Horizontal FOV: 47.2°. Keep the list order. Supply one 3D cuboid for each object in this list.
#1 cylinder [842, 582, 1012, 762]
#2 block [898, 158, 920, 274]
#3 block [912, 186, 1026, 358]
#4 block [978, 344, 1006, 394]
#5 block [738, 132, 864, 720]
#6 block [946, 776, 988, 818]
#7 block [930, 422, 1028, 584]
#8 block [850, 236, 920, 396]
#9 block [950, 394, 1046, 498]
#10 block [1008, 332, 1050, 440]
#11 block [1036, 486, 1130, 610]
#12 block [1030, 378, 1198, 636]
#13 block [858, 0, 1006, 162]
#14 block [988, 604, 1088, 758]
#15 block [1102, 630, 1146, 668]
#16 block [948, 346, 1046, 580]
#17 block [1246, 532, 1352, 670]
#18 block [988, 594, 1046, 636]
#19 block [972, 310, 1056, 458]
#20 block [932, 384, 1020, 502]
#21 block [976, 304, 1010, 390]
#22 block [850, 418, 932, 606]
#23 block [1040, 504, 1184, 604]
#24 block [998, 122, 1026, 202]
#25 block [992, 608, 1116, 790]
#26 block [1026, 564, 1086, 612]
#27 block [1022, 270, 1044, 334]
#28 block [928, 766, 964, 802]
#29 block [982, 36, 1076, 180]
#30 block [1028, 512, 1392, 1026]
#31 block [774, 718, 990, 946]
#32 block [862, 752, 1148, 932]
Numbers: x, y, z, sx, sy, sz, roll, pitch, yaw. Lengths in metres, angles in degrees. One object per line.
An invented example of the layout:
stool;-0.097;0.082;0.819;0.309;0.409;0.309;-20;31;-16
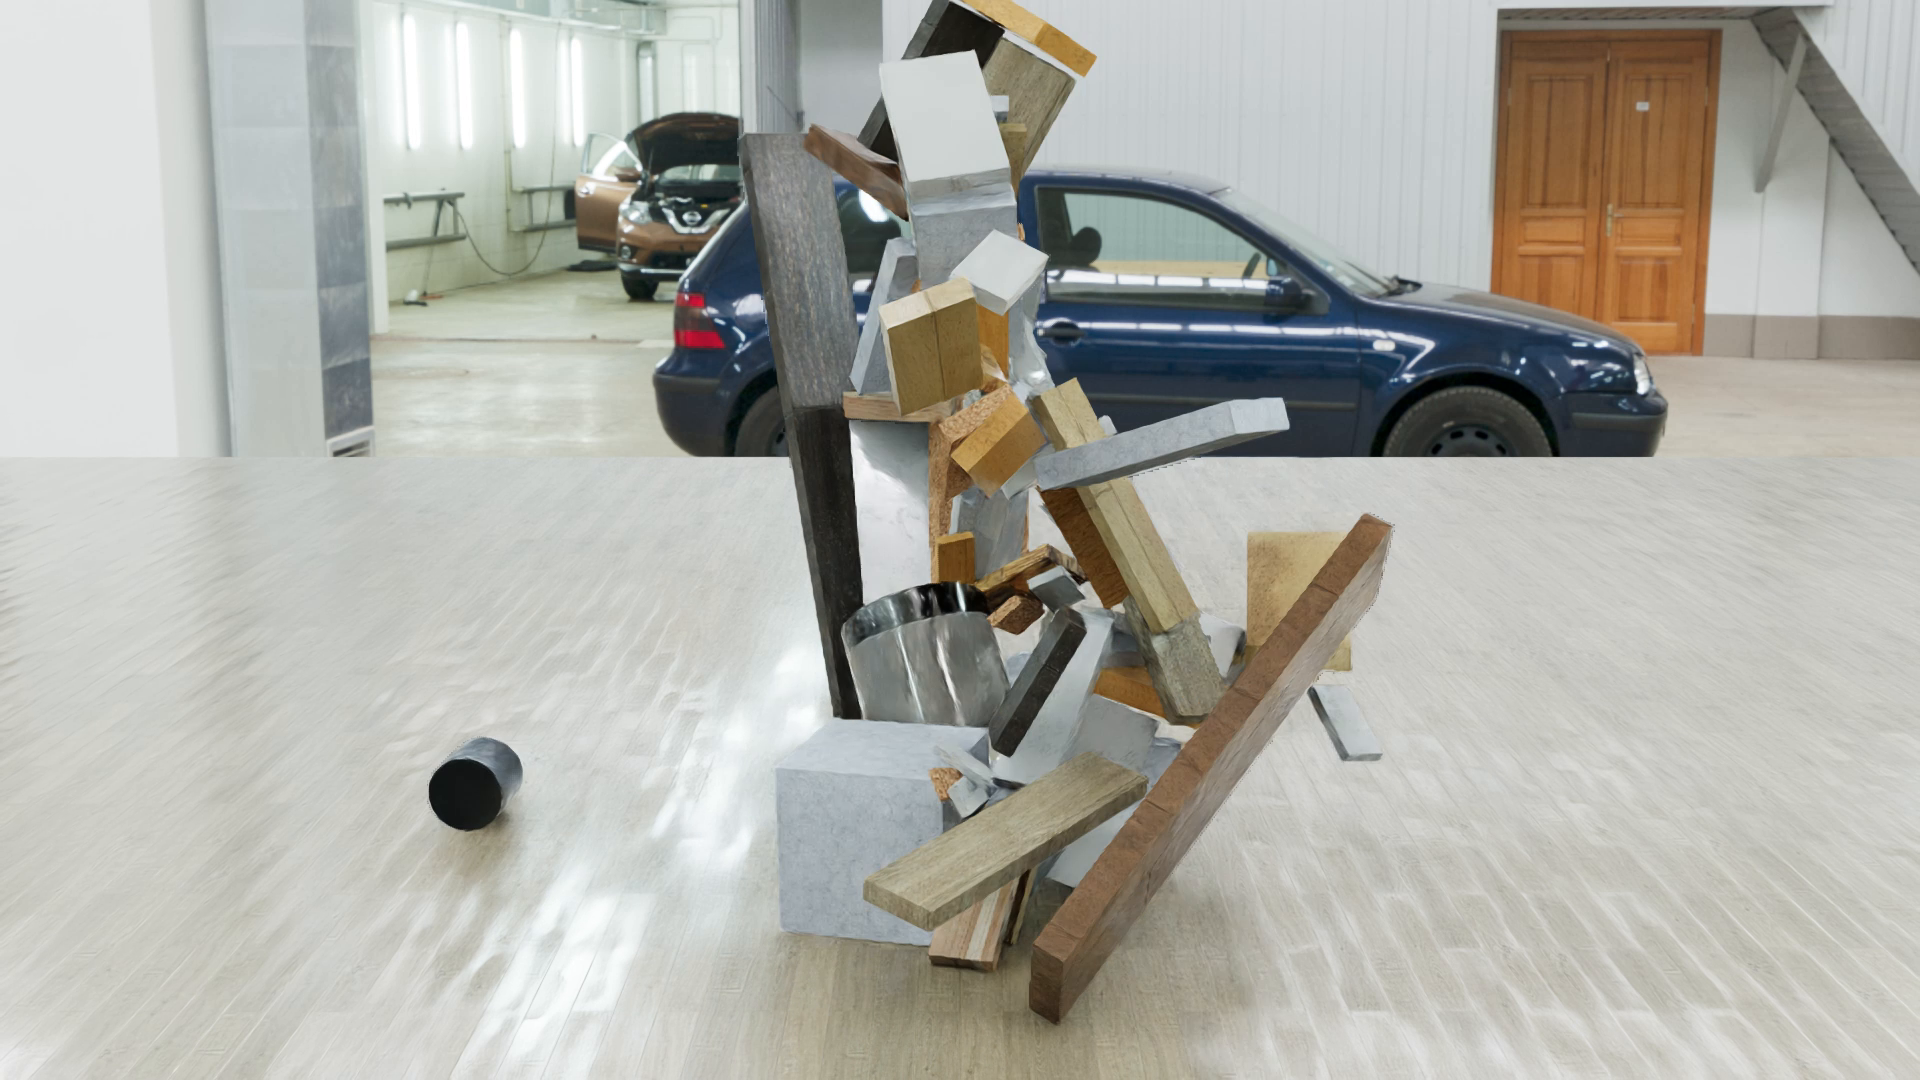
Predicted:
cylinder;-0.049;0.251;3.844;0.263;0.263;0.263;-14;-23;-6
block;-0.010;-0.558;3.558;0.153;0.306;0.043;-13;38;-4
block;0.016;-0.403;3.397;0.153;0.306;0.043;-7;47;-1
block;0.011;-0.269;3.296;0.091;0.026;0.182;20;17;-15
block;-0.239;-0.154;4.258;0.167;1.330;0.047;-5;-11;-26
block;0.012;0.389;3.361;0.014;0.050;0.099;-31;-1;19
block;0.035;-0.040;4.061;0.176;0.352;0.050;4;-12;-21
block;-0.083;-0.410;3.998;0.167;0.335;0.047;-10;51;-26
block;0.058;-0.134;3.194;0.035;0.122;0.244;45;1;11
block;0.099;-0.253;3.692;0.095;0.191;0.027;-29;11;-16
block;0.240;-0.015;3.723;0.120;0.239;0.034;-30;13;0
block;0.255;-0.056;3.622;0.095;0.436;0.027;-28;0;-43
block;-0.051;-0.812;3.926;0.147;0.294;0.042;15;21;-46
block;0.120;0.220;3.451;0.033;0.234;0.117;29;9;-8
block;0.253;0.177;3.717;0.101;0.029;0.202;33;19;34
block;0.061;-0.133;3.903;0.129;0.435;0.037;-3;27;-20
block;0.598;0.104;3.899;0.178;0.050;0.356;0;33;8
block;0.100;0.132;3.857;0.066;0.019;0.131;-41;-21;11
block;0.085;-0.268;3.724;0.129;0.258;0.037;-27;11;-18
block;0.022;-0.142;3.285;0.122;0.035;0.244;-31;-15;-13
block;0.029;-0.316;3.393;0.091;0.182;0.026;2;35;3
block;-0.089;0.120;4.077;0.176;0.773;0.050;-5;-24;-1
block;0.262;-0.006;3.793;0.120;0.239;0.034;-40;2;-9
block;0.051;-0.603;3.655;0.096;0.192;0.027;0;41;-9
block;0.153;0.261;3.557;0.101;0.324;0.029;10;-31;23
block;0.170;0.086;3.838;0.066;0.019;0.131;-25;-27;11
block;0.064;-0.380;3.819;0.127;0.254;0.036;-4;53;-11
block;-0.013;0.373;3.368;0.014;0.050;0.099;-29;-16;20
block;0.062;-0.696;3.773;0.147;0.294;0.042;27;17;-10
block;0.395;0.323;3.332;0.050;0.178;0.969;28;54;21
block;-0.119;0.466;3.554;0.273;0.273;0.273;3;13;16
block;0.080;0.438;3.266;0.117;0.033;0.579;21;25;30
